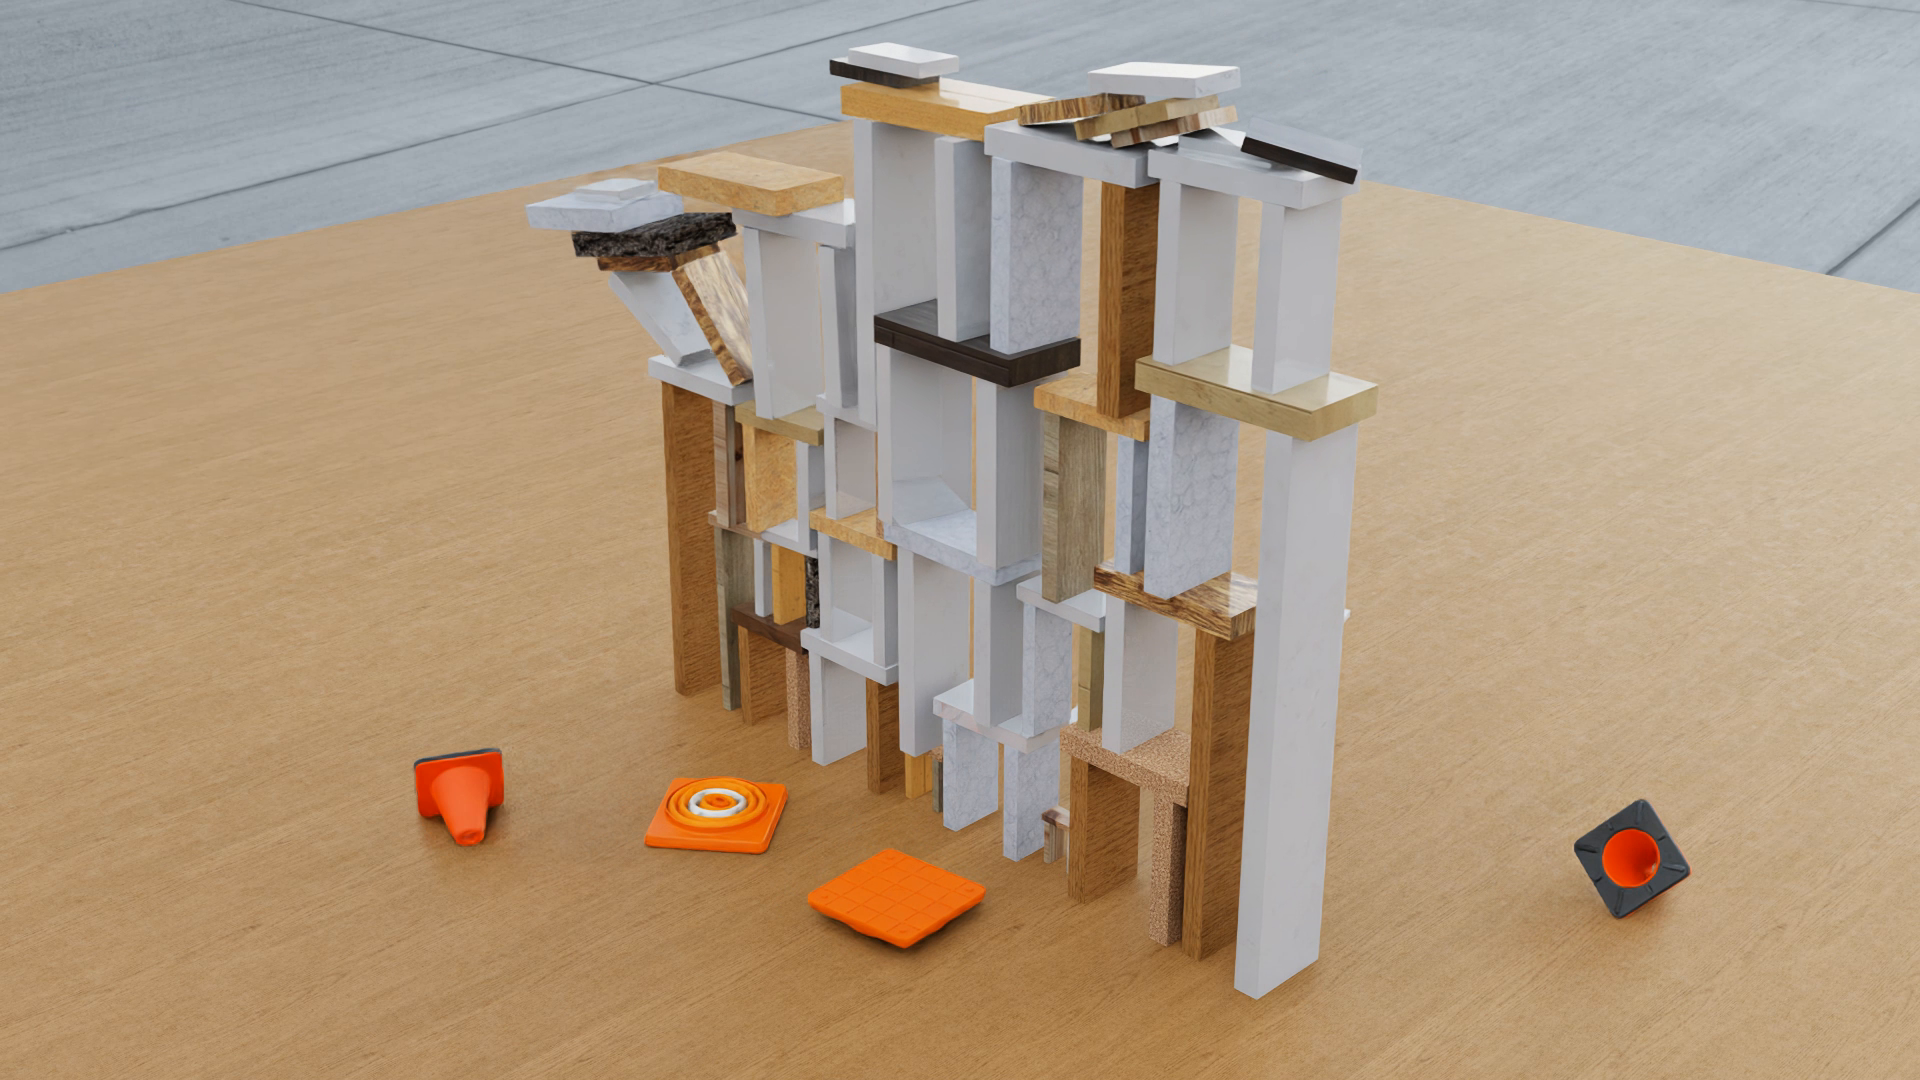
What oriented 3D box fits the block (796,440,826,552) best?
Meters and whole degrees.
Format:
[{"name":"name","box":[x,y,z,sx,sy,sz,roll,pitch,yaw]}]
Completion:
[{"name":"block","box":[-0.277,-0.105,4.470,0.033,0.233,0.117,21,31,37]}]

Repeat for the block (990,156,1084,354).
[{"name":"block","box":[0.135,-0.511,3.853,0.171,0.342,0.048,-18,30,-37]}]

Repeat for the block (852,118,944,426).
[{"name":"block","box":[-0.111,-0.513,4.124,0.179,0.579,0.051,-20,30,-39]}]

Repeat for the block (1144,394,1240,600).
[{"name":"block","box":[0.396,-0.095,3.747,0.051,0.358,0.179,21,31,40]}]

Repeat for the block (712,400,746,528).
[{"name":"block","box":[-0.449,-0.178,4.627,0.139,0.278,0.039,-21,32,-40]}]

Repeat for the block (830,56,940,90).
[{"name":"block","box":[-0.140,-0.863,4.043,0.097,0.027,0.193,-20,30,-39]}]

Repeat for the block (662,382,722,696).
[{"name":"block","box":[-0.574,-0.014,4.840,0.039,0.745,0.139,22,32,40]}]

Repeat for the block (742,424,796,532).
[{"name":"block","box":[-0.394,-0.144,4.561,0.033,0.233,0.117,17,29,35]}]

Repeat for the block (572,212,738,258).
[{"name":"block","box":[-0.644,-0.640,4.615,0.176,0.050,0.351,-25,21,-37]}]

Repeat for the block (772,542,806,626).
[{"name":"block","box":[-0.358,0.077,4.649,0.023,0.193,0.082,21,31,40]}]

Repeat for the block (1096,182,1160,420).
[{"name":"block","box":[0.308,-0.420,3.716,0.048,0.402,0.171,20,30,39]}]

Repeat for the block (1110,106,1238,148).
[{"name":"block","box":[0.344,-0.666,3.547,0.090,0.025,0.196,-20,12,-39]}]

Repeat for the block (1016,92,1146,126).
[{"name":"block","box":[0.200,-0.727,3.681,0.113,0.032,0.226,-17,14,-27]}]

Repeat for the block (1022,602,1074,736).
[{"name":"block","box":[0.166,0.229,4.153,0.104,0.273,0.029,-21,31,-40]}]

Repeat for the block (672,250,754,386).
[{"name":"block","box":[-0.475,-0.456,4.519,0.038,0.266,0.133,-28,1,41]}]

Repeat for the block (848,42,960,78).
[{"name":"block","box":[-0.103,-0.870,3.990,0.097,0.027,0.194,-20,30,-39]}]

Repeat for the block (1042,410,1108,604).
[{"name":"block","box":[0.207,-0.074,3.976,0.127,0.366,0.036,-21,31,-40]}]

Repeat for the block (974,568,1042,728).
[{"name":"block","box":[0.095,0.190,4.199,0.044,0.309,0.154,21,31,40]}]

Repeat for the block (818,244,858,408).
[{"name":"block","box":[-0.194,-0.427,4.257,0.045,0.315,0.157,18,29,42]}]

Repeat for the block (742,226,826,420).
[{"name":"block","box":[-0.349,-0.448,4.397,0.045,0.387,0.157,15,27,38]}]

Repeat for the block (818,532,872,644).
[{"name":"block","box":[-0.233,0.080,4.506,0.034,0.241,0.121,21,31,40]}]

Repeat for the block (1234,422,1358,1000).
[{"name":"block","box":[0.566,0.291,3.728,0.179,1.053,0.051,-21,31,-41]}]

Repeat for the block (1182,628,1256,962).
[{"name":"block","box":[0.471,0.434,3.904,0.043,0.651,0.153,21,31,41]}]

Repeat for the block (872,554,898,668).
[{"name":"block","box":[-0.119,0.125,4.400,0.034,0.241,0.121,21,31,41]}]

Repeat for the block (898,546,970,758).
[{"name":"block","box":[-0.051,0.199,4.361,0.044,0.450,0.154,21,31,40]}]

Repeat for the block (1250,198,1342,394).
[{"name":"block","box":[0.533,-0.396,3.479,0.043,0.304,0.152,22,31,40]}]

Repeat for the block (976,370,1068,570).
[{"name":"block","box":[0.112,-0.143,4.016,0.180,0.360,0.051,-20,30,-39]}]

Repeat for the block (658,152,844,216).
[{"name":"block","box":[-0.414,-0.702,4.323,0.351,0.050,0.175,19,29,40]}]

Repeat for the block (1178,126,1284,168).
[{"name":"block","box":[0.444,-0.621,3.476,0.179,0.025,0.090,20,30,38]}]

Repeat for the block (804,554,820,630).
[{"name":"block","box":[-0.284,0.095,4.569,0.023,0.165,0.082,18,29,35]}]

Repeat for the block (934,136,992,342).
[{"name":"block","box":[0.042,-0.547,3.918,0.179,0.357,0.051,-19,28,-37]}]

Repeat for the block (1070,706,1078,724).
[{"name":"block","box":[0.268,0.389,4.823,0.057,0.016,0.113,12,26,27]}]

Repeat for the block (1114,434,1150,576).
[{"name":"block","box":[0.327,-0.077,3.840,0.036,0.254,0.127,21,31,40]}]

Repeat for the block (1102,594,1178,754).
[{"name":"block","box":[0.326,0.219,3.968,0.043,0.306,0.153,21,31,40]}]

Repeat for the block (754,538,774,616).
[{"name":"block","box":[-0.398,0.068,4.691,0.025,0.175,0.087,19,30,35]}]

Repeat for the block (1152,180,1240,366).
[{"name":"block","box":[0.388,-0.452,3.611,0.043,0.304,0.152,22,31,40]}]

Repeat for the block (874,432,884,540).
[{"name":"block","box":[-0.115,-0.119,4.297,0.031,0.220,0.110,21,31,40]}]

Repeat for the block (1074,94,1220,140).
[{"name":"block","box":[0.302,-0.691,3.574,0.113,0.032,0.226,-19,11,-35]}]

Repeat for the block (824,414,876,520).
[{"name":"block","box":[-0.219,-0.158,4.390,0.031,0.220,0.110,21,31,40]}]

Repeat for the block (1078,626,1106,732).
[{"name":"block","box":[0.264,0.239,4.047,0.104,0.208,0.029,-21,31,-40]}]

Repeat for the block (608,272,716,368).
[{"name":"block","box":[-0.617,-0.483,4.676,0.133,0.038,0.266,-21,61,-40]}]

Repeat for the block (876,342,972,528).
[{"name":"block","box":[-0.067,-0.216,4.190,0.180,0.360,0.051,-14,27,-29]}]
